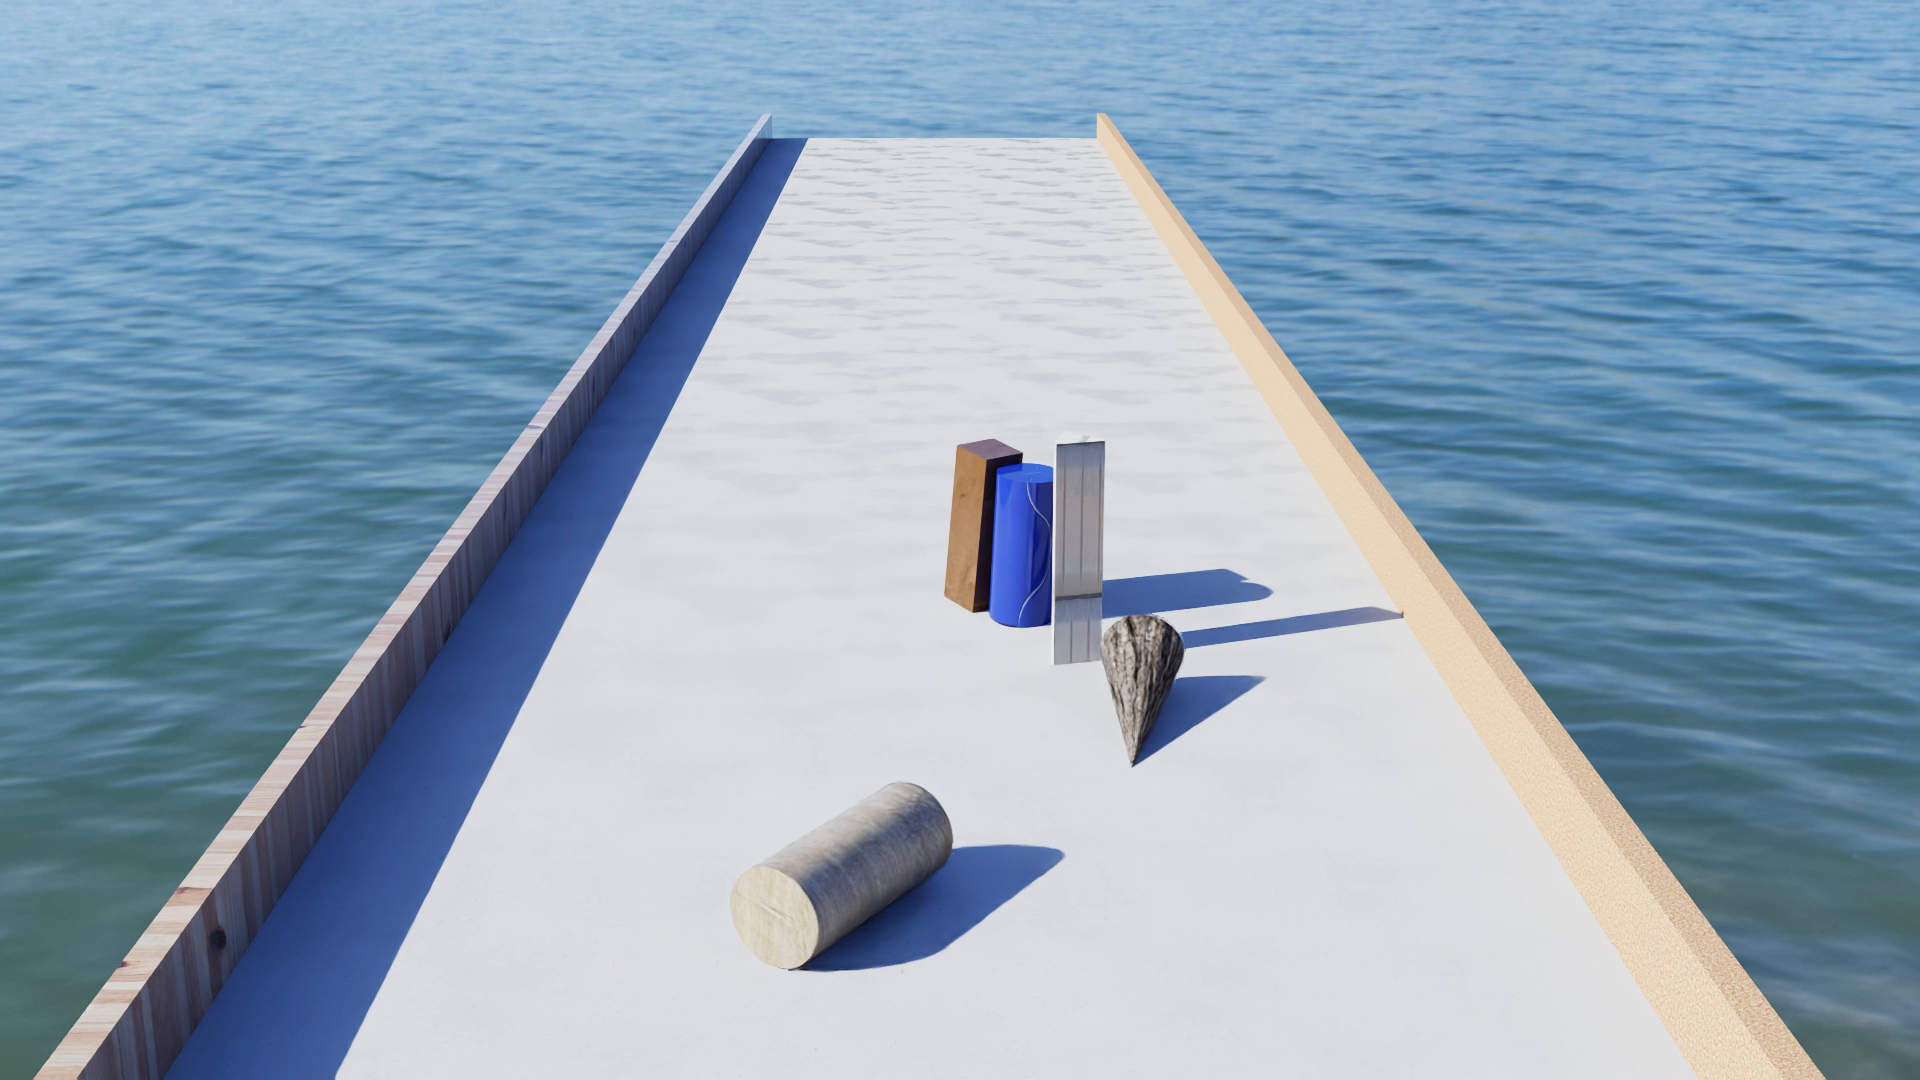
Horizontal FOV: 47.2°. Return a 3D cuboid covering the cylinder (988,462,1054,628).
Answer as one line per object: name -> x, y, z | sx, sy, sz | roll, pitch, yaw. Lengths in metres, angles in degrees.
cylinder -> 0.137, 0.010, 4.618 | 0.137, 0.318, 0.137 | 3, 19, -1

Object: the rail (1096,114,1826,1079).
rail -> 0.932, -0.844, 7.801 | 0.050, 0.150, 12.000 | 0, 17, -1

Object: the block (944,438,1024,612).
block -> 0.049, -0.031, 4.702 | 0.100, 0.349, 0.100 | -12, 28, -37

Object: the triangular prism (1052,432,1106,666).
triangular prism -> 0.221, 0.015, 4.378 | 0.104, 0.455, 0.090 | -5, 17, -16

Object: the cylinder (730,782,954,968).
cylinder -> -0.172, 0.495, 3.290 | 0.155, 0.155, 0.364 | 10, 19, 30

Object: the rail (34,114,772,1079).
rail -> -1.118, -0.838, 7.780 | 0.050, 0.150, 12.000 | 0, 17, -1

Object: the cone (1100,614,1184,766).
cone -> 0.326, 0.308, 4.051 | 0.160, 0.160, 0.408 | 2, 28, 6
